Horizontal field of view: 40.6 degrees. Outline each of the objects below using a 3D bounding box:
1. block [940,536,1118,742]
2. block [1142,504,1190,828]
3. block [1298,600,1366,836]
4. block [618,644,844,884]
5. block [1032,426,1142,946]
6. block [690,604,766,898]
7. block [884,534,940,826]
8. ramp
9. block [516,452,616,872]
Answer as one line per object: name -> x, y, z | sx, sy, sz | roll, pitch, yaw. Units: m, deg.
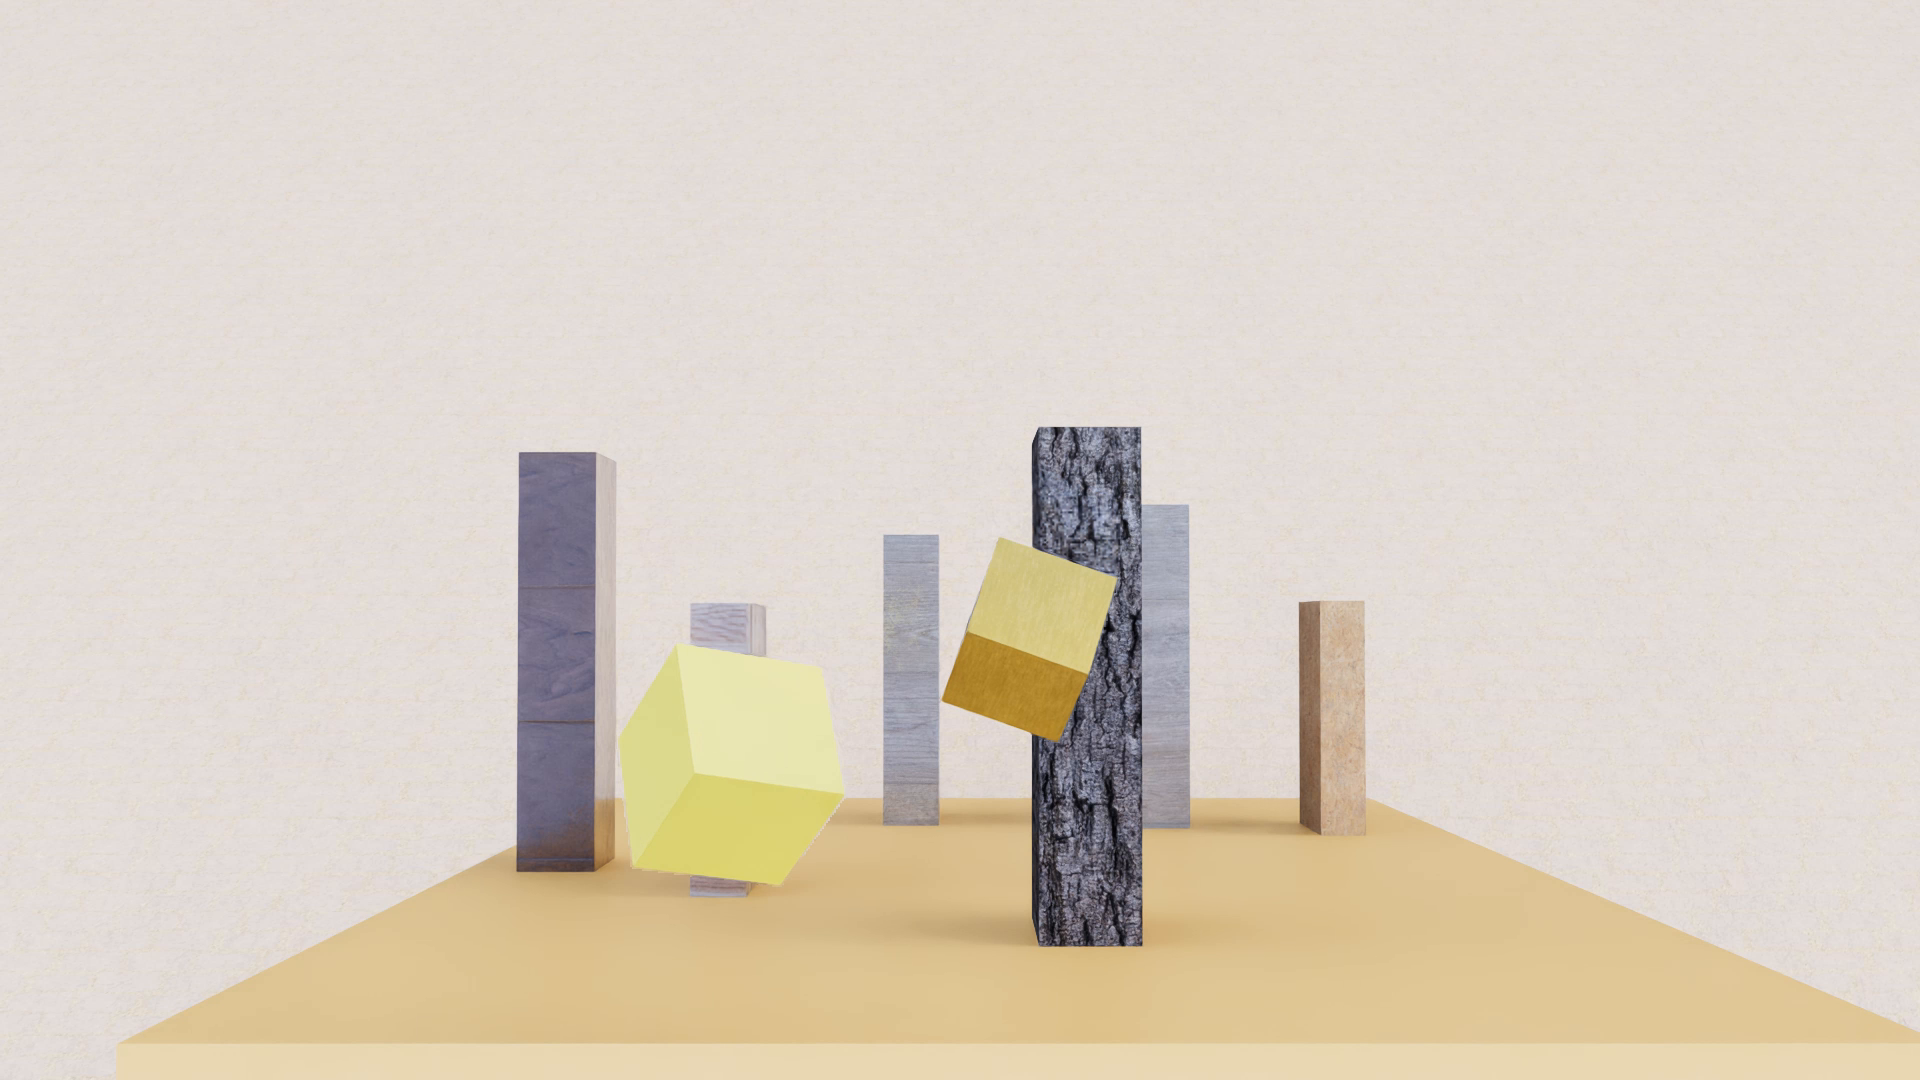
block -> 0.071, 0.103, 2.681 | 0.129, 0.129, 0.129 | 20, 51, 0
block -> 0.462, 0.290, 6.038 | 0.108, 0.727, 0.414 | 0, -2, 0
block -> 0.830, 0.391, 5.806 | 0.097, 0.508, 0.359 | 0, -2, 0
block -> -0.260, 0.254, 2.920 | 0.179, 0.179, 0.179 | 11, 44, -27
block -> 0.186, 0.214, 3.892 | 0.147, 0.741, 0.371 | 0, -2, 0
block -> -0.406, 0.360, 4.583 | 0.095, 0.493, 0.430 | 0, -2, 0
block -> -0.111, 0.324, 6.091 | 0.127, 0.662, 0.363 | 0, -2, 0
ramp -> 0.077, 0.665, 4.838 | 2.000, 0.100, 4.000 | 0, -2, 0
block -> -0.748, 0.230, 4.956 | 0.144, 0.778, 0.286 | 0, -2, 0
